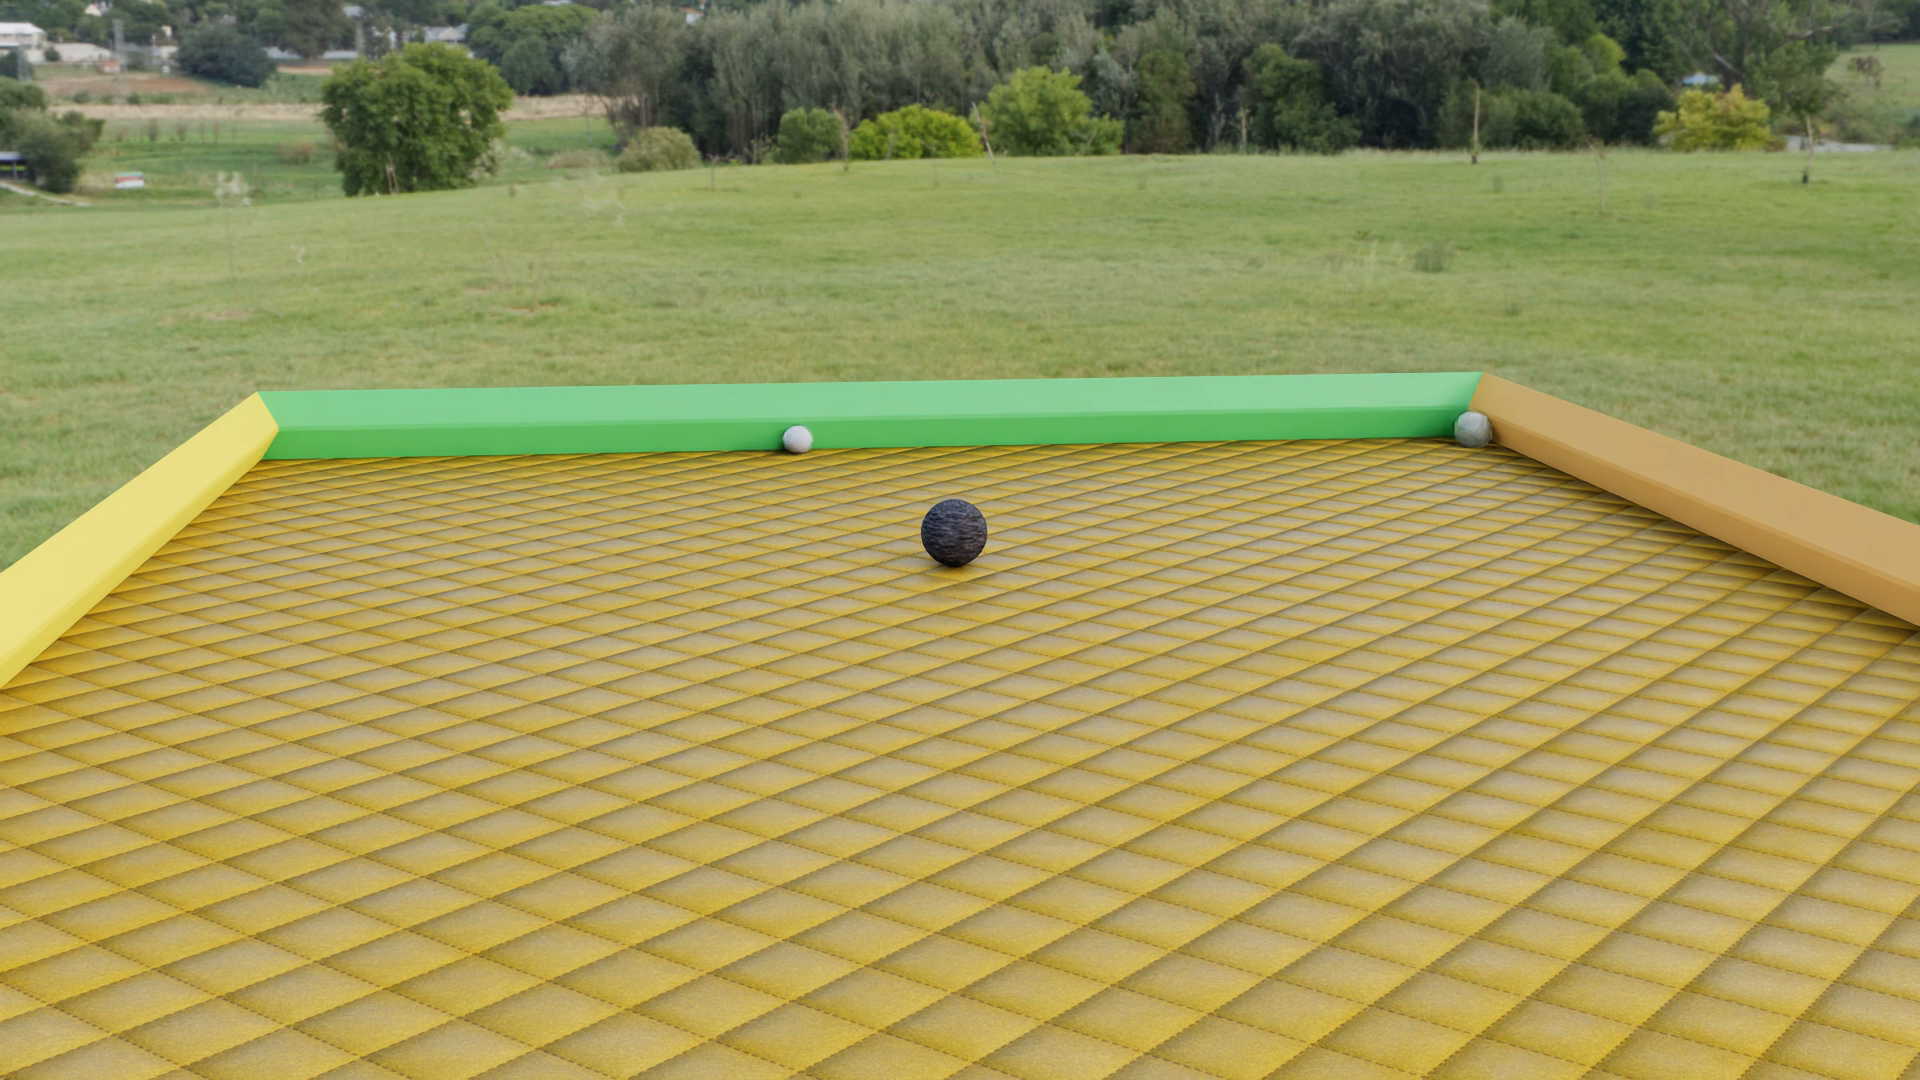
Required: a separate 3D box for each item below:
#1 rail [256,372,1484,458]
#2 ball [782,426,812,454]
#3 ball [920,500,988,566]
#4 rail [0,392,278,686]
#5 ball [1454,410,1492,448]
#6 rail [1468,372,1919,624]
[{"bbox_3d":[-0.132,-0.240,4.258,2.391,0.127,0.045,-1,12,-7],"label":"rail"},{"bbox_3d":[-0.311,-0.193,4.212,0.055,0.055,0.055,0,12,0],"label":"ball"},{"bbox_3d":[-0.008,-0.011,3.218,0.098,0.098,0.098,0,12,0],"label":"ball"},{"bbox_3d":[-1.028,0.222,2.004,0.045,0.127,4.394,-1,12,-7],"label":"rail"},{"bbox_3d":[0.998,-0.215,4.281,0.072,0.072,0.072,0,12,0],"label":"ball"},{"bbox_3d":[1.298,0.164,2.286,0.045,0.127,4.394,-1,12,-7],"label":"rail"}]
